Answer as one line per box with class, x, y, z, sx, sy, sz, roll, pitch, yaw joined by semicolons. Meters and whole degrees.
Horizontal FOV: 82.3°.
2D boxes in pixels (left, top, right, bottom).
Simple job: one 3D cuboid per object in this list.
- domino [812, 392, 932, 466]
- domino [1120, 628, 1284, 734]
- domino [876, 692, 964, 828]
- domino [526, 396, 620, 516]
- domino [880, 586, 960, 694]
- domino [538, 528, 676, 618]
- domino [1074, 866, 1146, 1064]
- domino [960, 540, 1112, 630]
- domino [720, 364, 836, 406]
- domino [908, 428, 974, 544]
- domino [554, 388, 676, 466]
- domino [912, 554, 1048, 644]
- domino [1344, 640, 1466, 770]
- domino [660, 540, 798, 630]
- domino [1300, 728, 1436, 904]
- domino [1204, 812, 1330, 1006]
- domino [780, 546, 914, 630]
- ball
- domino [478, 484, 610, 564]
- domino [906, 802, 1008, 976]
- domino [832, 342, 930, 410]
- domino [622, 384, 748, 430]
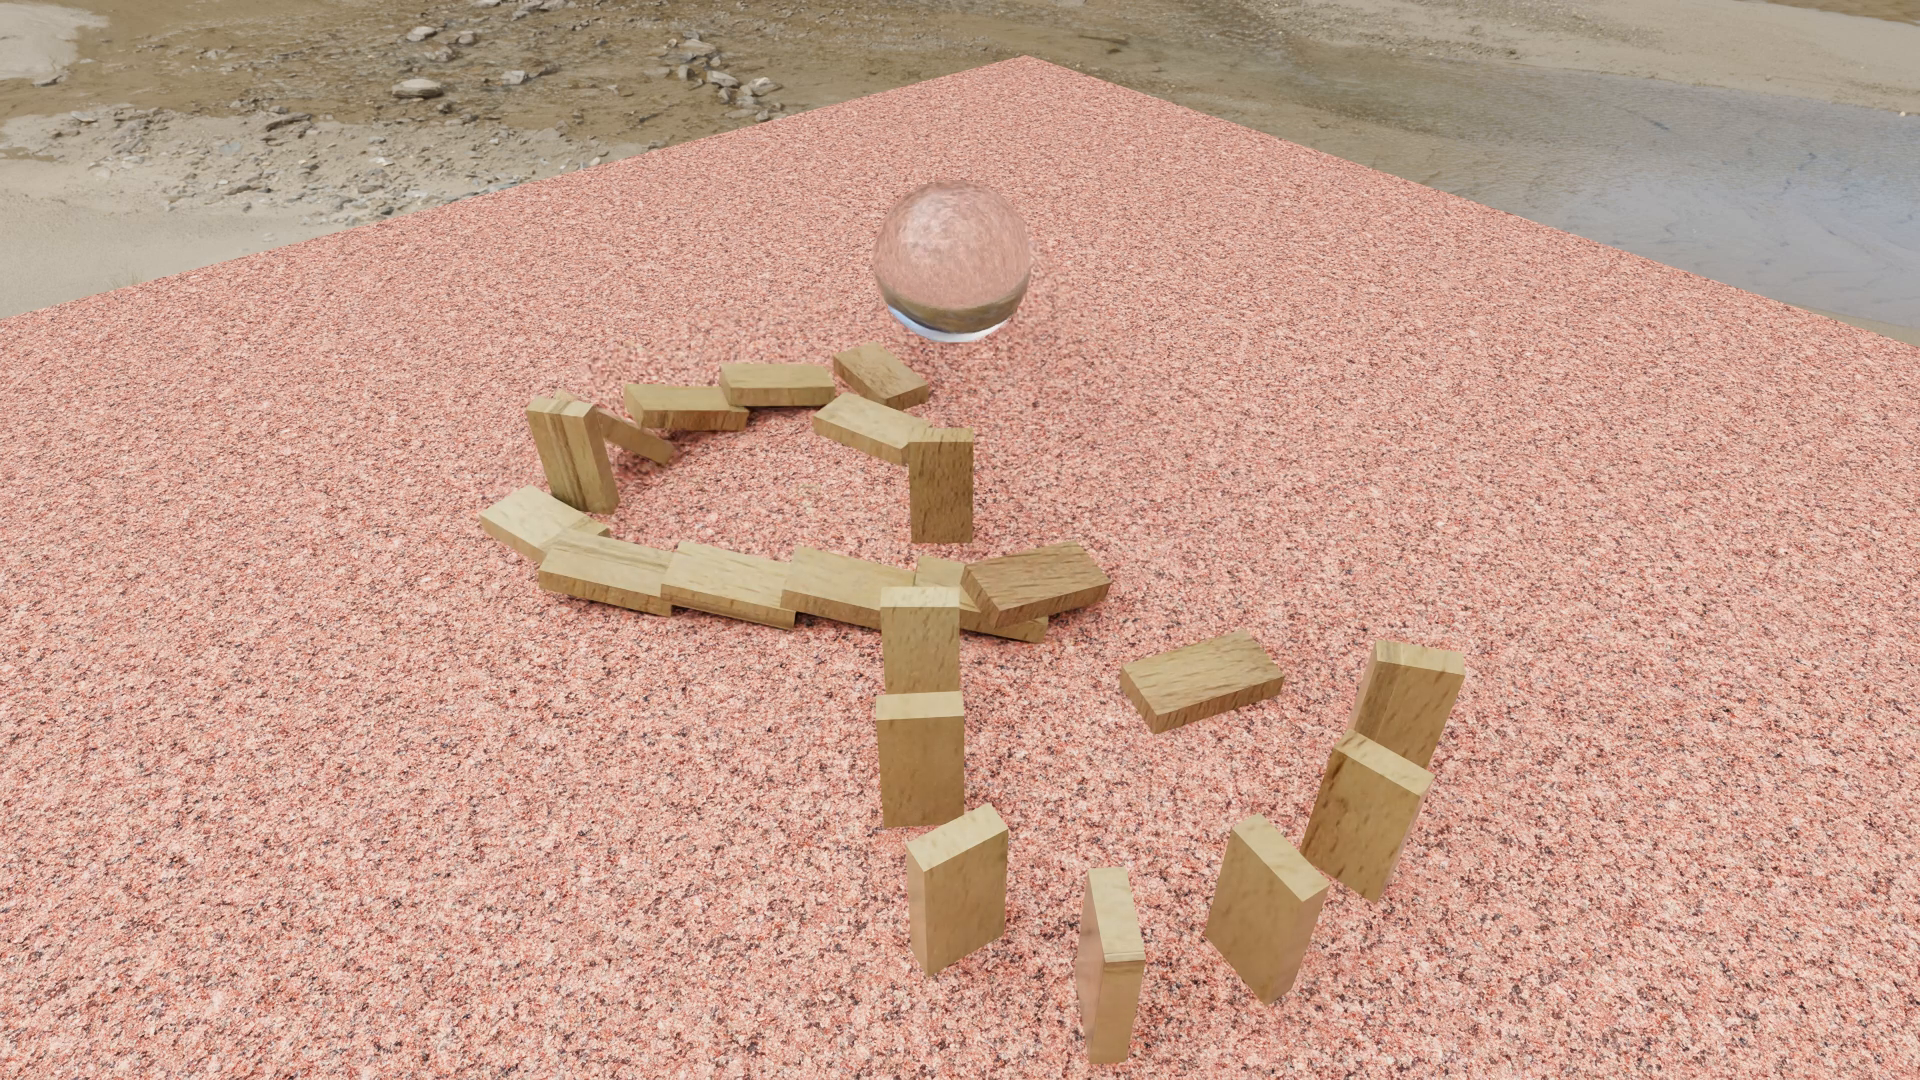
domino;-0.040;-0.052;0.506;0.050;0.010;0.025;22;44;25
domino;0.084;0.049;0.384;0.050;0.010;0.025;-14;41;-16
domino;-0.012;0.067;0.330;0.025;0.050;0.009;-2;39;-3
domino;-0.159;-0.034;0.453;0.025;0.050;0.009;8;42;10
domino;-0.013;0.037;0.366;0.025;0.050;0.010;0;39;0
domino;-0.131;0.012;0.420;0.050;0.010;0.025;13;40;-3
domino;0.037;0.109;0.279;0.009;0.050;0.025;-3;39;-3
domino;0.028;0.016;0.408;0.050;0.009;0.025;-12;46;-29
domino;-0.087;-0.074;0.525;0.050;0.010;0.025;-4;34;-23
domino;-0.007;-0.021;0.437;0.025;0.050;0.010;0;39;0
domino;-0.150;-0.048;0.476;0.025;0.050;0.010;29;91;31
domino;0.007;0.022;0.409;0.050;0.010;0.025;11;39;-5
domino;0.138;0.054;0.345;0.025;0.050;0.009;9;40;11
domino;-0.084;0.017;0.415;0.050;0.010;0.025;13;40;-3
domino;0.115;0.079;0.314;0.025;0.050;0.009;29;48;31
domino;0.080;0.098;0.291;0.010;0.050;0.025;-21;44;-24
domino;-0.040;0.019;0.412;0.050;0.009;0.025;13;40;-4
ball;-0.004;-0.141;0.559;0.080;0.080;0.080;0;39;0
domino;-0.169;-0.004;0.449;0.050;0.010;0.025;24;45;27
domino;-0.001;0.095;0.296;0.025;0.050;0.009;-21;44;-24
domino;-0.039;-0.080;0.541;0.025;0.009;0.050;-23;45;-26
domino;-0.126;-0.061;0.505;0.050;0.009;0.025;-4;35;-36
